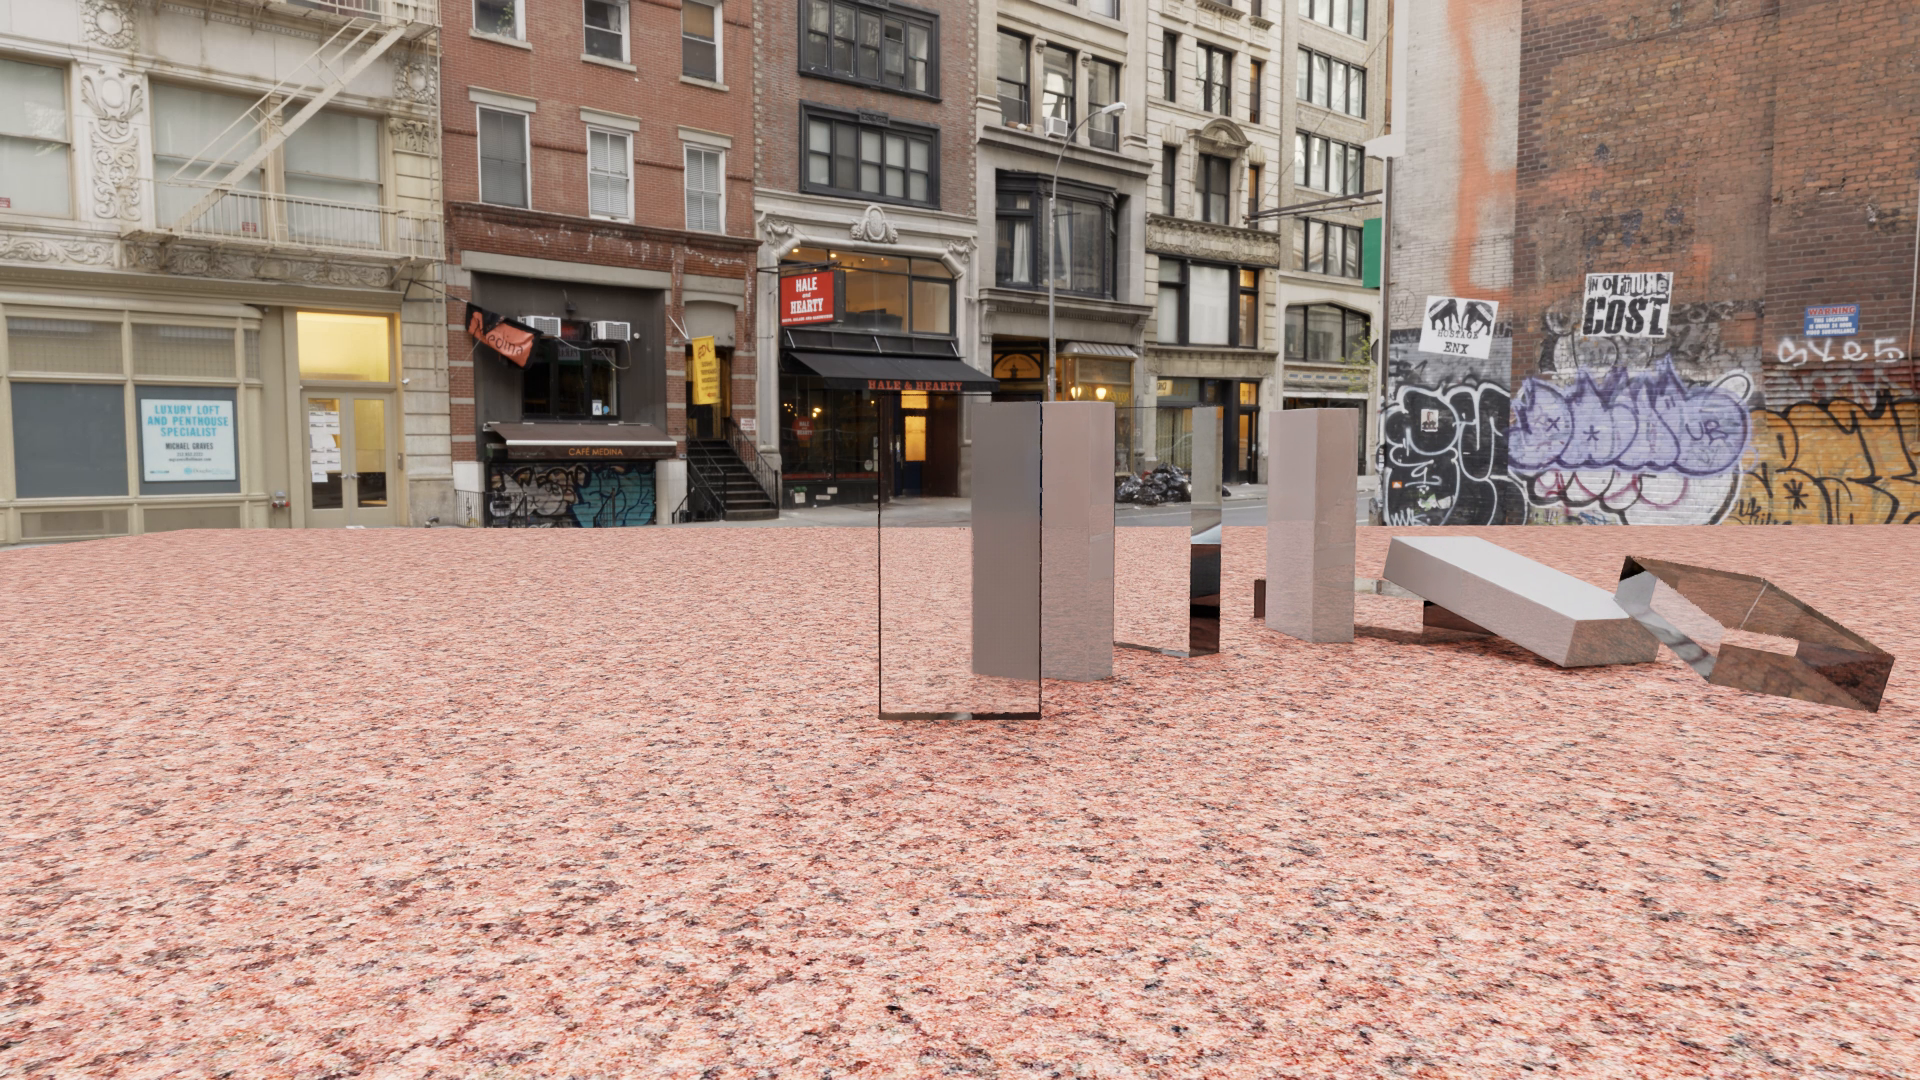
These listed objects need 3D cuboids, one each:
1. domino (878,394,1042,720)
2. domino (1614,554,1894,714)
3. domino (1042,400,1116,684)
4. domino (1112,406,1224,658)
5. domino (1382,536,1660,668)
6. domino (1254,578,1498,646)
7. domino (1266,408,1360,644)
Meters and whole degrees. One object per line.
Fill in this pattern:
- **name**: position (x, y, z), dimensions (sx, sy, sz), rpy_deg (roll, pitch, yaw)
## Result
- **domino**: position (0.000, 0.002, 0.201), dimensions (0.025, 0.050, 0.009), rpy_deg (0, 4, 0)
- **domino**: position (0.138, 0.015, 0.227), dimensions (0.025, 0.009, 0.050), rpy_deg (10, 15, 8)
- **domino**: position (0.015, 0.000, 0.237), dimensions (0.025, 0.050, 0.009), rpy_deg (3, 5, 34)
- **domino**: position (0.041, -0.002, 0.266), dimensions (0.010, 0.050, 0.025), rpy_deg (-4, 6, -40)
- **domino**: position (0.115, 0.012, 0.266), dimensions (0.025, 0.010, 0.050), rpy_deg (0, 18, -25)
- **domino**: position (0.095, 0.015, 0.299), dimensions (0.025, 0.010, 0.050), rpy_deg (-3, 5, -31)
- **domino**: position (0.078, -0.004, 0.285), dimensions (0.009, 0.050, 0.025), rpy_deg (-1, 4, -9)
